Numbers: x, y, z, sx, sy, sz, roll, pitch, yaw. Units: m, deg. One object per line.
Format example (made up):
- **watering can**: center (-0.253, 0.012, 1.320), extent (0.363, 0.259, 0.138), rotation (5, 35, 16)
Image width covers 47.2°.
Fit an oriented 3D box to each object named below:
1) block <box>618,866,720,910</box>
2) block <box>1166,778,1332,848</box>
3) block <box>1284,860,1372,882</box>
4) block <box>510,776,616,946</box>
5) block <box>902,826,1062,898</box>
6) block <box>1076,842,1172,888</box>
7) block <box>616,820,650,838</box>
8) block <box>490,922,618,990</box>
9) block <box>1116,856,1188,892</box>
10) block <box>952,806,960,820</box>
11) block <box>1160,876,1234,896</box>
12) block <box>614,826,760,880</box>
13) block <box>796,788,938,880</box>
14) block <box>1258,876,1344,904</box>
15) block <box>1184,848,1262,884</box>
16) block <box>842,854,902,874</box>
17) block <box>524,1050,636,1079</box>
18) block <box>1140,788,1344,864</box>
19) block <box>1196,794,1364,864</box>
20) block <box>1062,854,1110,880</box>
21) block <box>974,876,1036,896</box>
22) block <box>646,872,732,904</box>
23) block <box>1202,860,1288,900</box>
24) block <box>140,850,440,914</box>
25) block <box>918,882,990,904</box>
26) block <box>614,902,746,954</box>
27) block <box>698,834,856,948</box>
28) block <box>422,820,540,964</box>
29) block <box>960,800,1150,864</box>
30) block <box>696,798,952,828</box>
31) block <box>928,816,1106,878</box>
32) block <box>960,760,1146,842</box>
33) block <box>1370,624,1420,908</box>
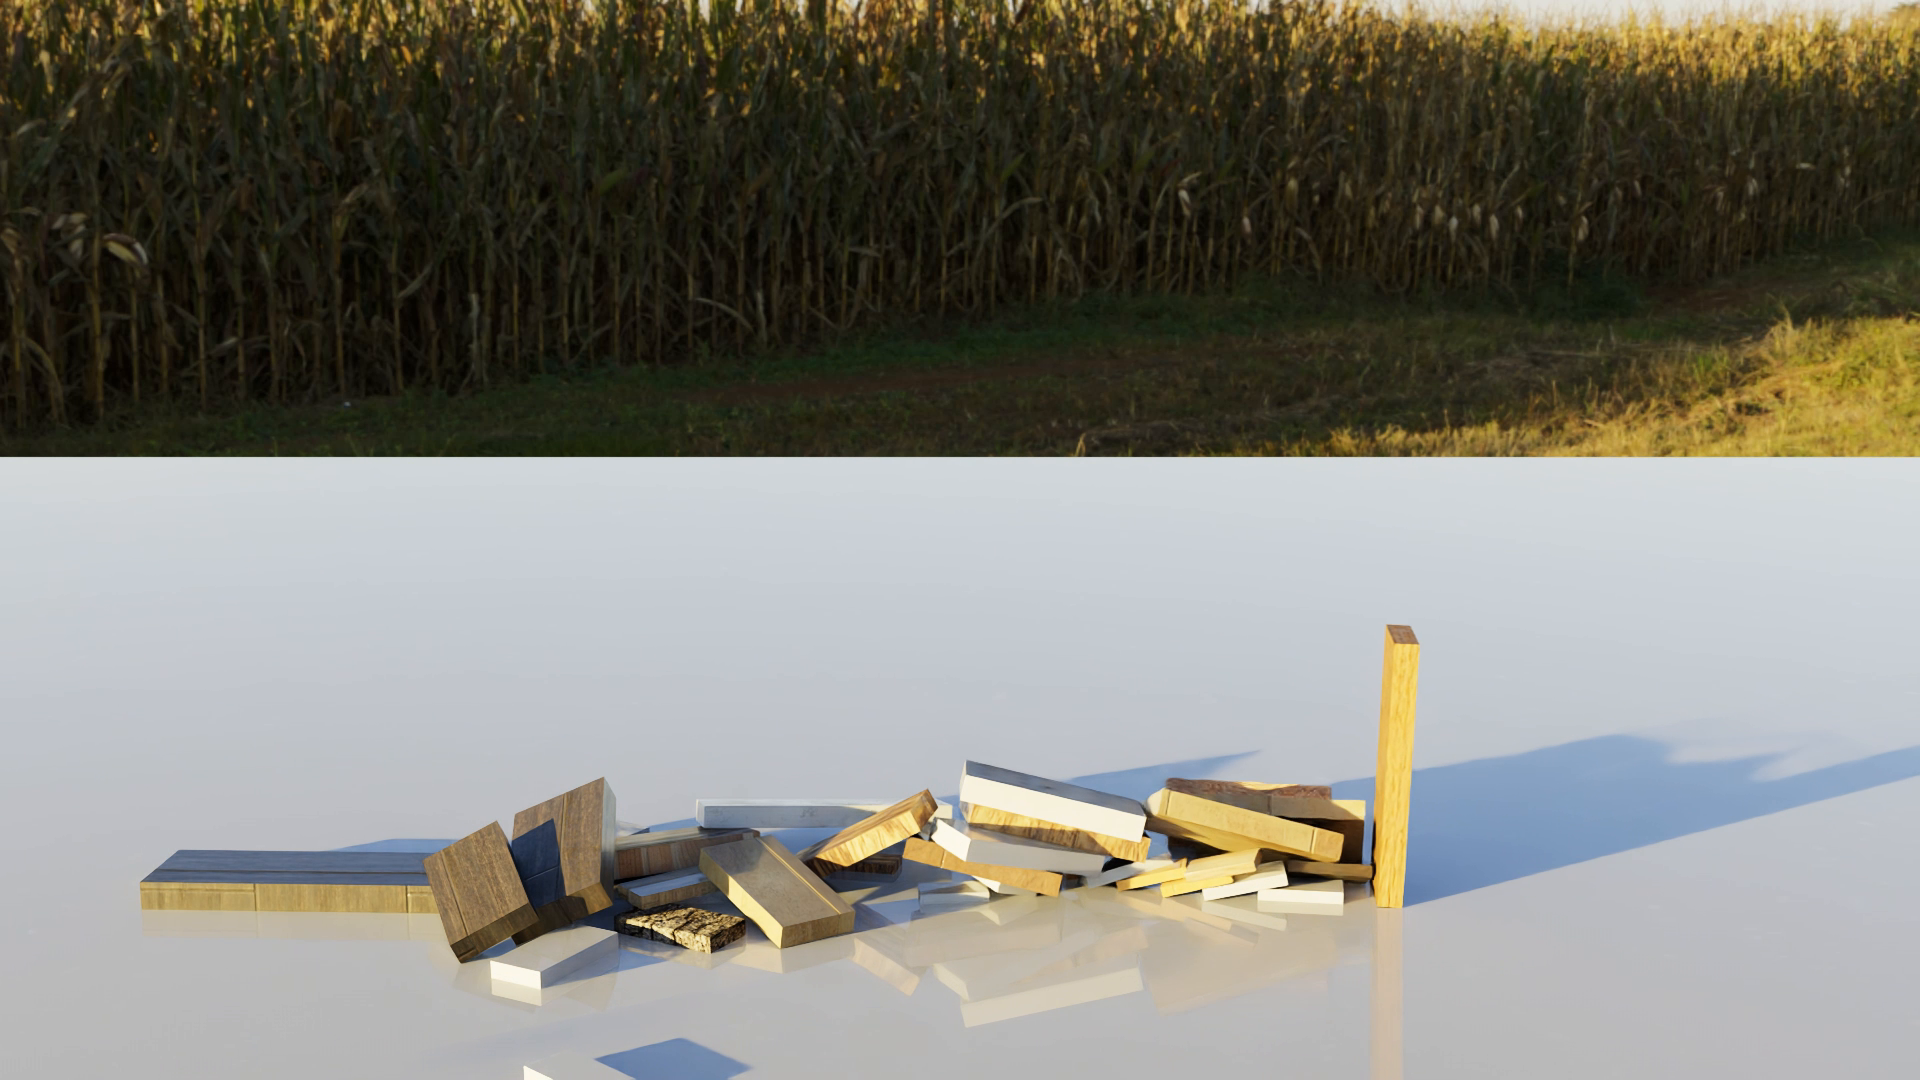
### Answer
- **block**: center (-0.439, 0.562, 3.615), extent (0.236, 0.022, 0.076), rotation (-8, 13, -37)
- **block**: center (0.505, 0.485, 3.855), extent (0.283, 0.142, 0.040), rotation (2, 45, 10)
- **block**: center (0.615, 0.555, 3.683), extent (0.139, 0.020, 0.070), rotation (4, -16, 1)
- **block**: center (-0.647, 0.516, 3.572), extent (0.166, 0.047, 0.331), rotation (-23, 24, 2)
- **block**: center (0.042, 0.531, 3.662), extent (0.261, 0.037, 0.131), rotation (14, 4, 4)
- **block**: center (0.276, 0.550, 3.714), extent (0.149, 0.021, 0.075), rotation (-15, 7, -10)
- **block**: center (-0.631, 0.535, 3.908), extent (0.076, 0.022, 0.153), rotation (6, 12, 31)
- **block**: center (-0.618, 0.634, 3.361), extent (0.094, 0.027, 0.188), rotation (6, 12, 28)
- **block**: center (0.324, 0.561, 3.694), extent (0.120, 0.017, 0.060), rotation (-13, 7, 10)
- **block**: center (-0.031, 0.518, 4.010), extent (0.060, 0.017, 0.161), rotation (0, 11, -2)
- **block**: center (0.397, 0.564, 3.664), extent (0.120, 0.017, 0.060), rotation (-15, 9, 14)
- **block**: center (-0.524, 0.534, 3.757), extent (0.331, 0.047, 0.166), rotation (-5, 1, -24)
- **block**: center (-0.170, 0.505, 3.687), extent (0.261, 0.037, 0.131), rotation (-28, 3, 16)
- **block**: center (0.567, 0.582, 3.661), extent (0.139, 0.020, 0.070), rotation (2, 11, 8)
- **block**: center (0.436, 0.538, 3.639), extent (0.120, 0.017, 0.060), rotation (-14, 10, 20)
- **block**: center (-0.162, 0.557, 3.801), extent (0.113, 0.016, 0.057), rotation (2, 11, 12)
- **block**: center (-0.501, 0.718, 2.918), extent (0.153, 0.022, 0.076), rotation (10, 14, 42)
- **block**: center (0.464, 0.486, 3.676), extent (0.315, 0.043, 0.152), rotation (15, -18, -6)
- **block**: center (0.549, 0.499, 3.783), extent (0.283, 0.142, 0.040), rotation (2, 49, 9)
- **block**: center (0.246, 0.558, 3.786), extent (0.149, 0.021, 0.075), rotation (-2, 11, -12)
- **block**: center (0.063, 0.564, 3.701), extent (0.075, 0.021, 0.149), rotation (12, 4, -28)
- **block**: center (-0.426, 0.577, 3.666), extent (0.188, 0.027, 0.094), rotation (-2, 11, -11)
- **block**: center (0.473, 0.566, 3.659), extent (0.140, 0.020, 0.070), rotation (-12, 9, 6)
- **block**: center (-1.062, 0.568, 3.660), extent (0.546, 0.047, 0.166), rotation (0, 11, 2)
- **block**: center (-0.011, 0.585, 3.652), extent (0.113, 0.016, 0.057), rotation (-1, 11, -6)
- **block**: center (-0.444, 0.611, 3.484), extent (0.188, 0.027, 0.094), rotation (6, 12, 29)
- **block**: center (-0.298, 0.564, 3.551), extent (0.134, 0.038, 0.268), rotation (-7, 24, -35)
- **block**: center (-0.760, 0.553, 3.478), extent (0.134, 0.038, 0.268), rotation (-28, 29, -10)
- **block**: center (0.158, 0.476, 3.712), extent (0.303, 0.043, 0.152), rotation (13, 4, -7)
- **block**: center (-0.241, 0.484, 3.897), extent (0.437, 0.038, 0.134), rotation (1, -2, -12)
- **block**: center (0.094, 0.508, 3.635), extent (0.261, 0.037, 0.131), rotation (11, 4, -29)
- **block**: center (0.152, 0.434, 3.665), extent (0.303, 0.043, 0.152), rotation (13, 4, -1)
- **block**: center (0.717, 0.371, 3.631), extent (0.040, 0.443, 0.142), rotation (2, 11, 5)
